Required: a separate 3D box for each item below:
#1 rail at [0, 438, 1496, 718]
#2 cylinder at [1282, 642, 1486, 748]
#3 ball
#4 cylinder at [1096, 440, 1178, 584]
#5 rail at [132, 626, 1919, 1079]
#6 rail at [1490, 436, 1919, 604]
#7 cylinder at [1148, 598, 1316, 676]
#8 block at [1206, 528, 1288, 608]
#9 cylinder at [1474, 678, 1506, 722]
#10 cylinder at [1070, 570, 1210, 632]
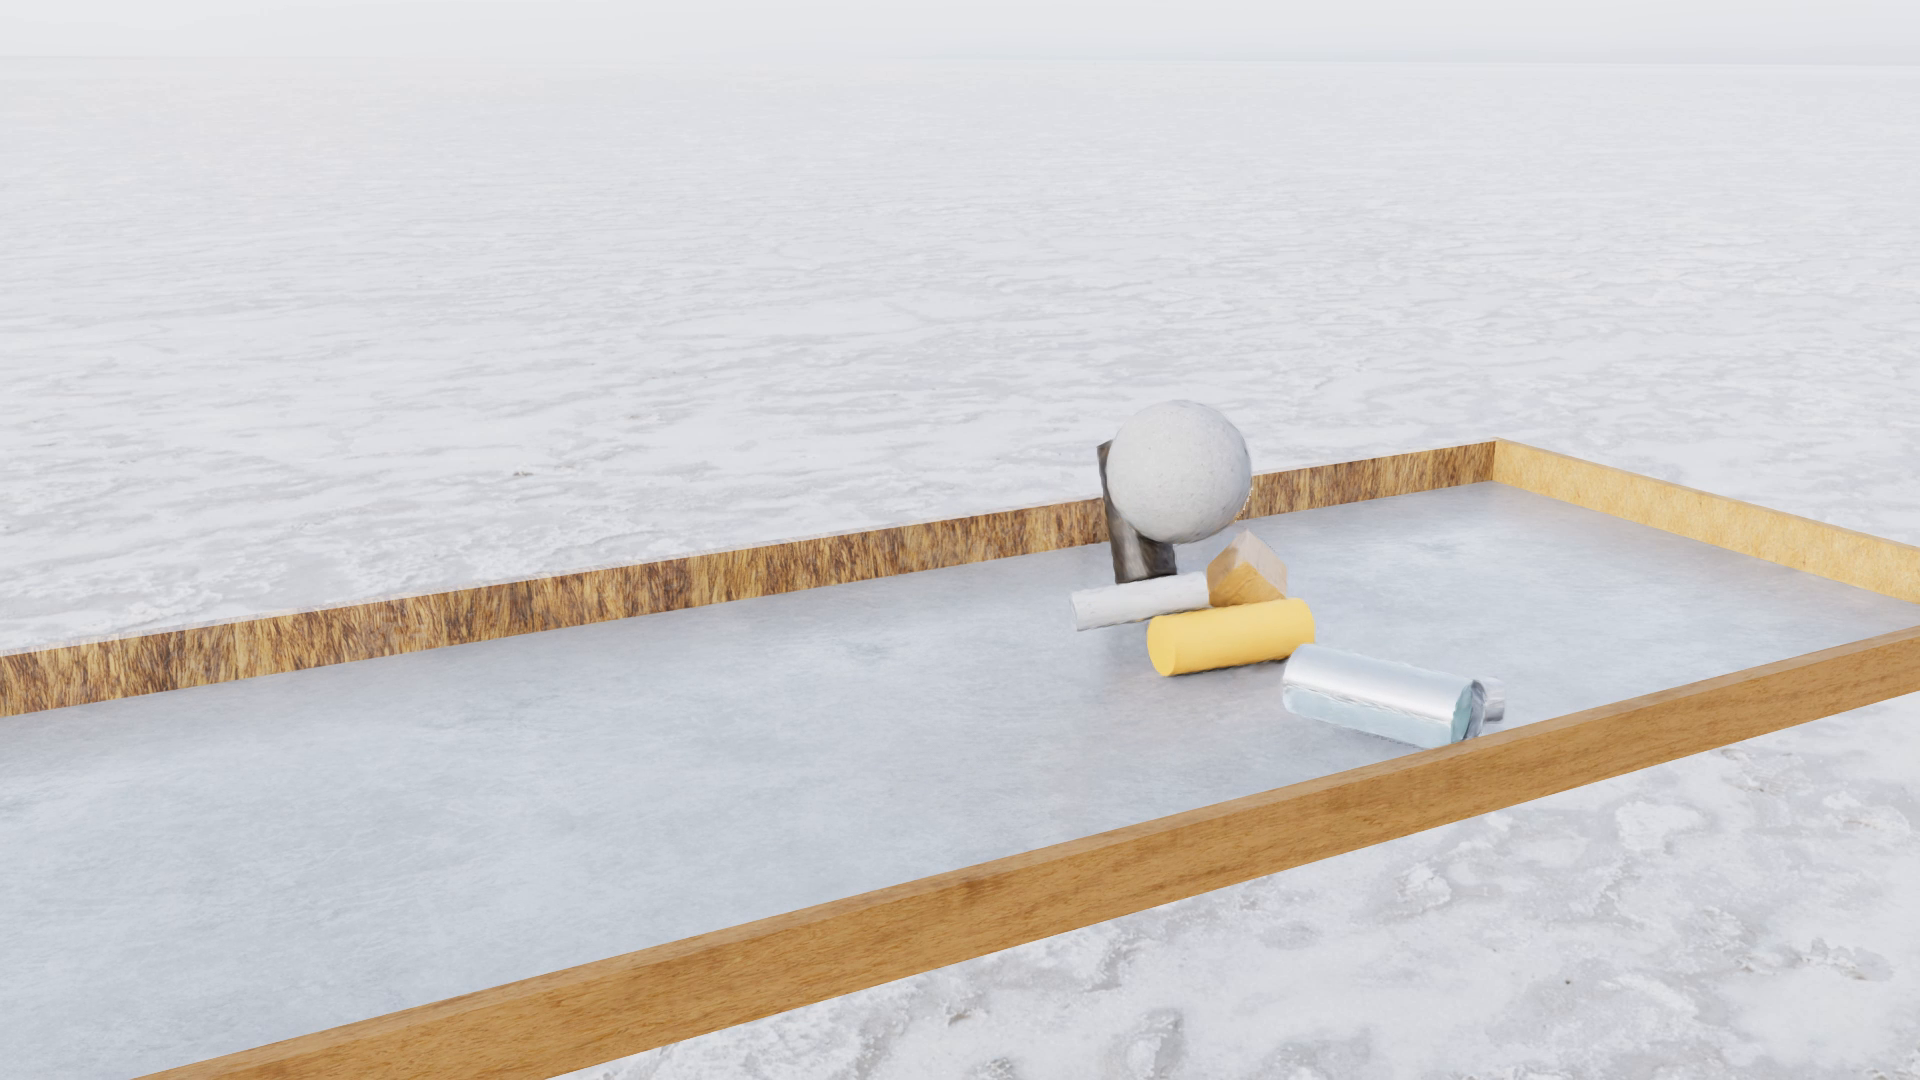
[{"bbox_3d":[-3.305,0.497,3.399,12.000,0.150,0.050,-9,18,-27],"label":"rail"},{"bbox_3d":[0.959,0.358,3.750,0.417,0.172,0.172,12,20,40],"label":"cylinder"},{"bbox_3d":[0.593,-0.184,4.482,0.393,0.393,0.393,0,16,0],"label":"ball"},{"bbox_3d":[0.515,-0.077,4.812,0.179,0.421,0.179,-7,-13,-2],"label":"cylinder"},{"bbox_3d":[-2.336,1.006,1.665,12.000,0.150,0.050,-9,18,-27],"label":"rail"},{"bbox_3d":[2.466,-0.048,5.253,0.050,0.150,2.100,-9,18,-27],"label":"rail"},{"bbox_3d":[0.698,0.247,4.243,0.406,0.153,0.153,-6,18,-21],"label":"cylinder"},{"bbox_3d":[0.793,0.115,4.571,0.156,0.156,0.312,43,19,-4],"label":"block"},{"bbox_3d":[1.116,0.373,3.905,0.318,0.101,0.101,2,16,6],"label":"cylinder"},{"bbox_3d":[0.460,0.158,4.242,0.343,0.102,0.102,-9,17,-3],"label":"cylinder"}]
